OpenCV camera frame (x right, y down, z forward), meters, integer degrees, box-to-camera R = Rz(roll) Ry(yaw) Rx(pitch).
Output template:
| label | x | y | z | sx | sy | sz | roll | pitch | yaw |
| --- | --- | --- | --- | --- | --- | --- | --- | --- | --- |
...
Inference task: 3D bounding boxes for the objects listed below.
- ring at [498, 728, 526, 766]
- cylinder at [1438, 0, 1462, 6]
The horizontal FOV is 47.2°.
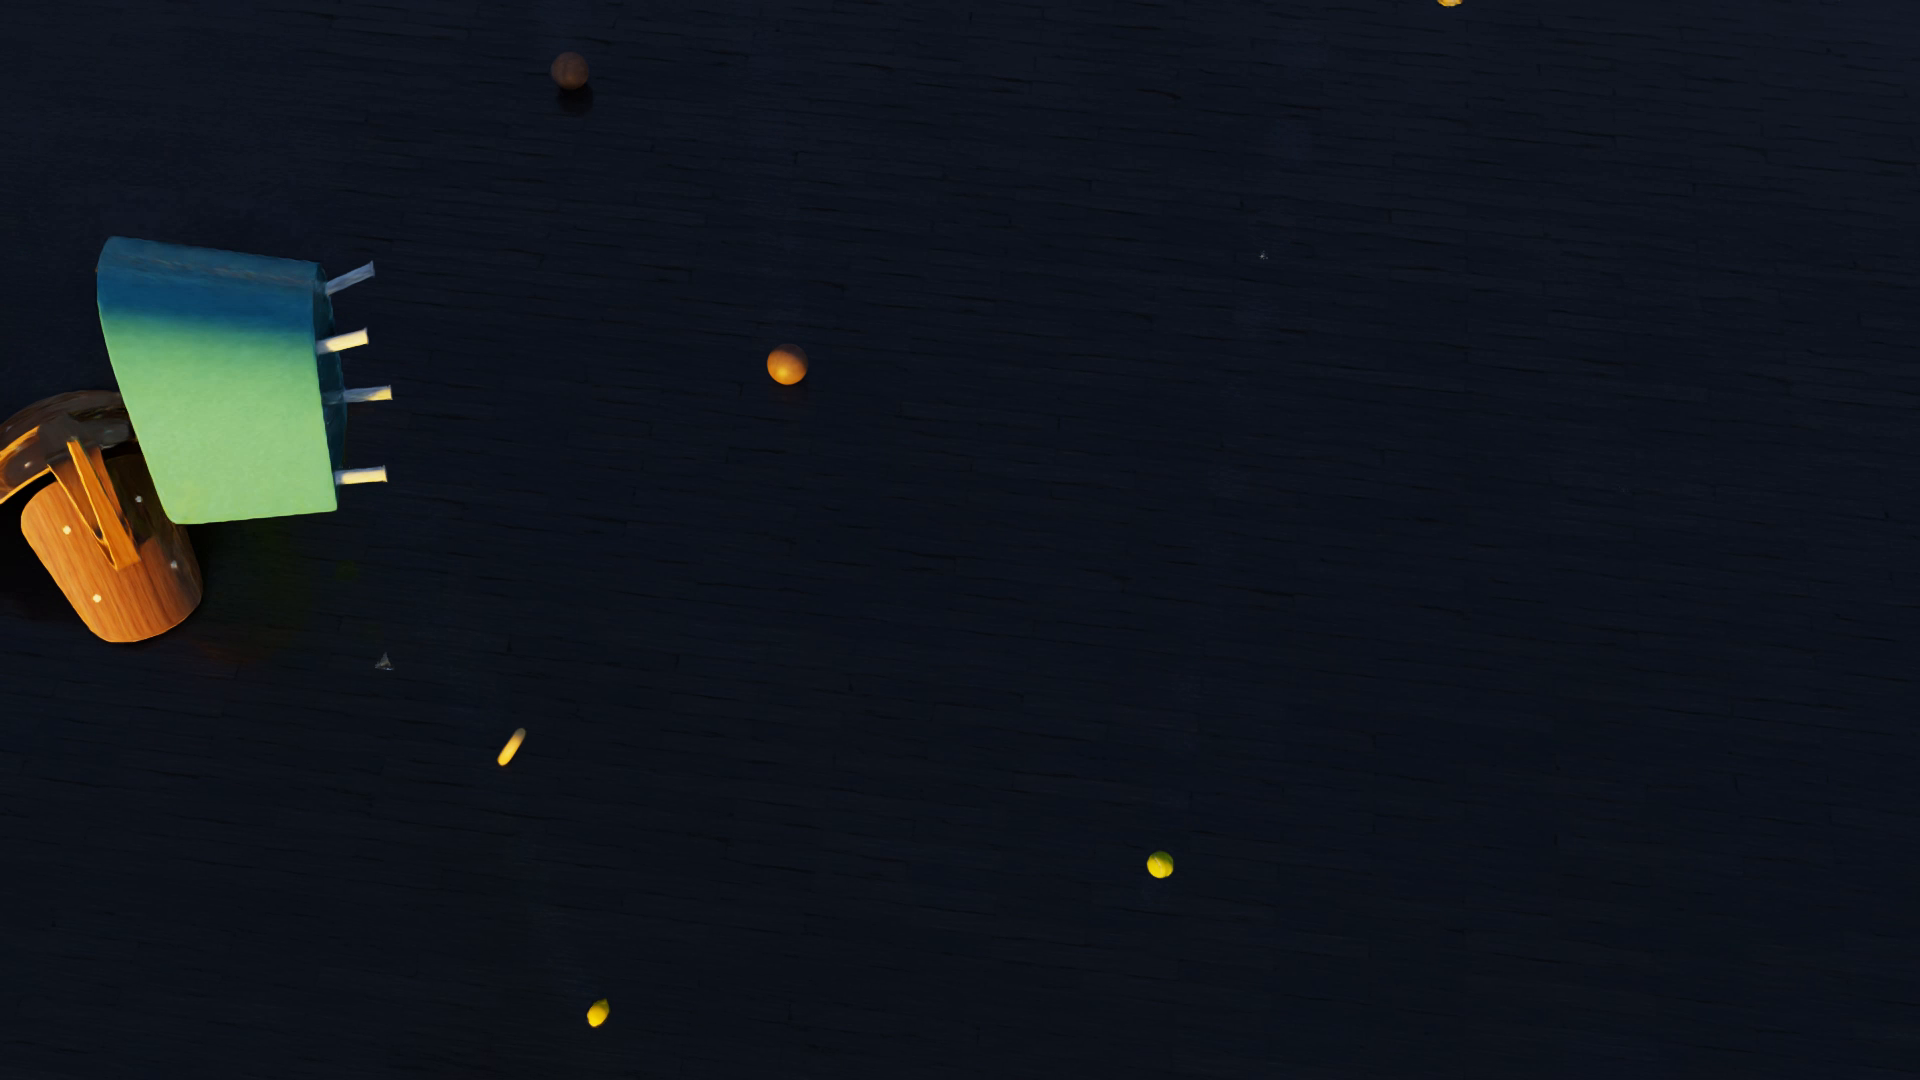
| label | x | y | z | sx | sy | sz | roll | pitch | yaw |
| --- | --- | --- | --- | --- | --- | --- | --- | --- | --- |
| ring | -1.249 | 0.576 | 6.122 | 0.032 | 0.131 | 0.093 | 33 | 28 | -9 |
| cylinder | 1.575 | -1.770 | 7.045 | 0.090 | 0.082 | 0.080 | -36 | 53 | -25 |
